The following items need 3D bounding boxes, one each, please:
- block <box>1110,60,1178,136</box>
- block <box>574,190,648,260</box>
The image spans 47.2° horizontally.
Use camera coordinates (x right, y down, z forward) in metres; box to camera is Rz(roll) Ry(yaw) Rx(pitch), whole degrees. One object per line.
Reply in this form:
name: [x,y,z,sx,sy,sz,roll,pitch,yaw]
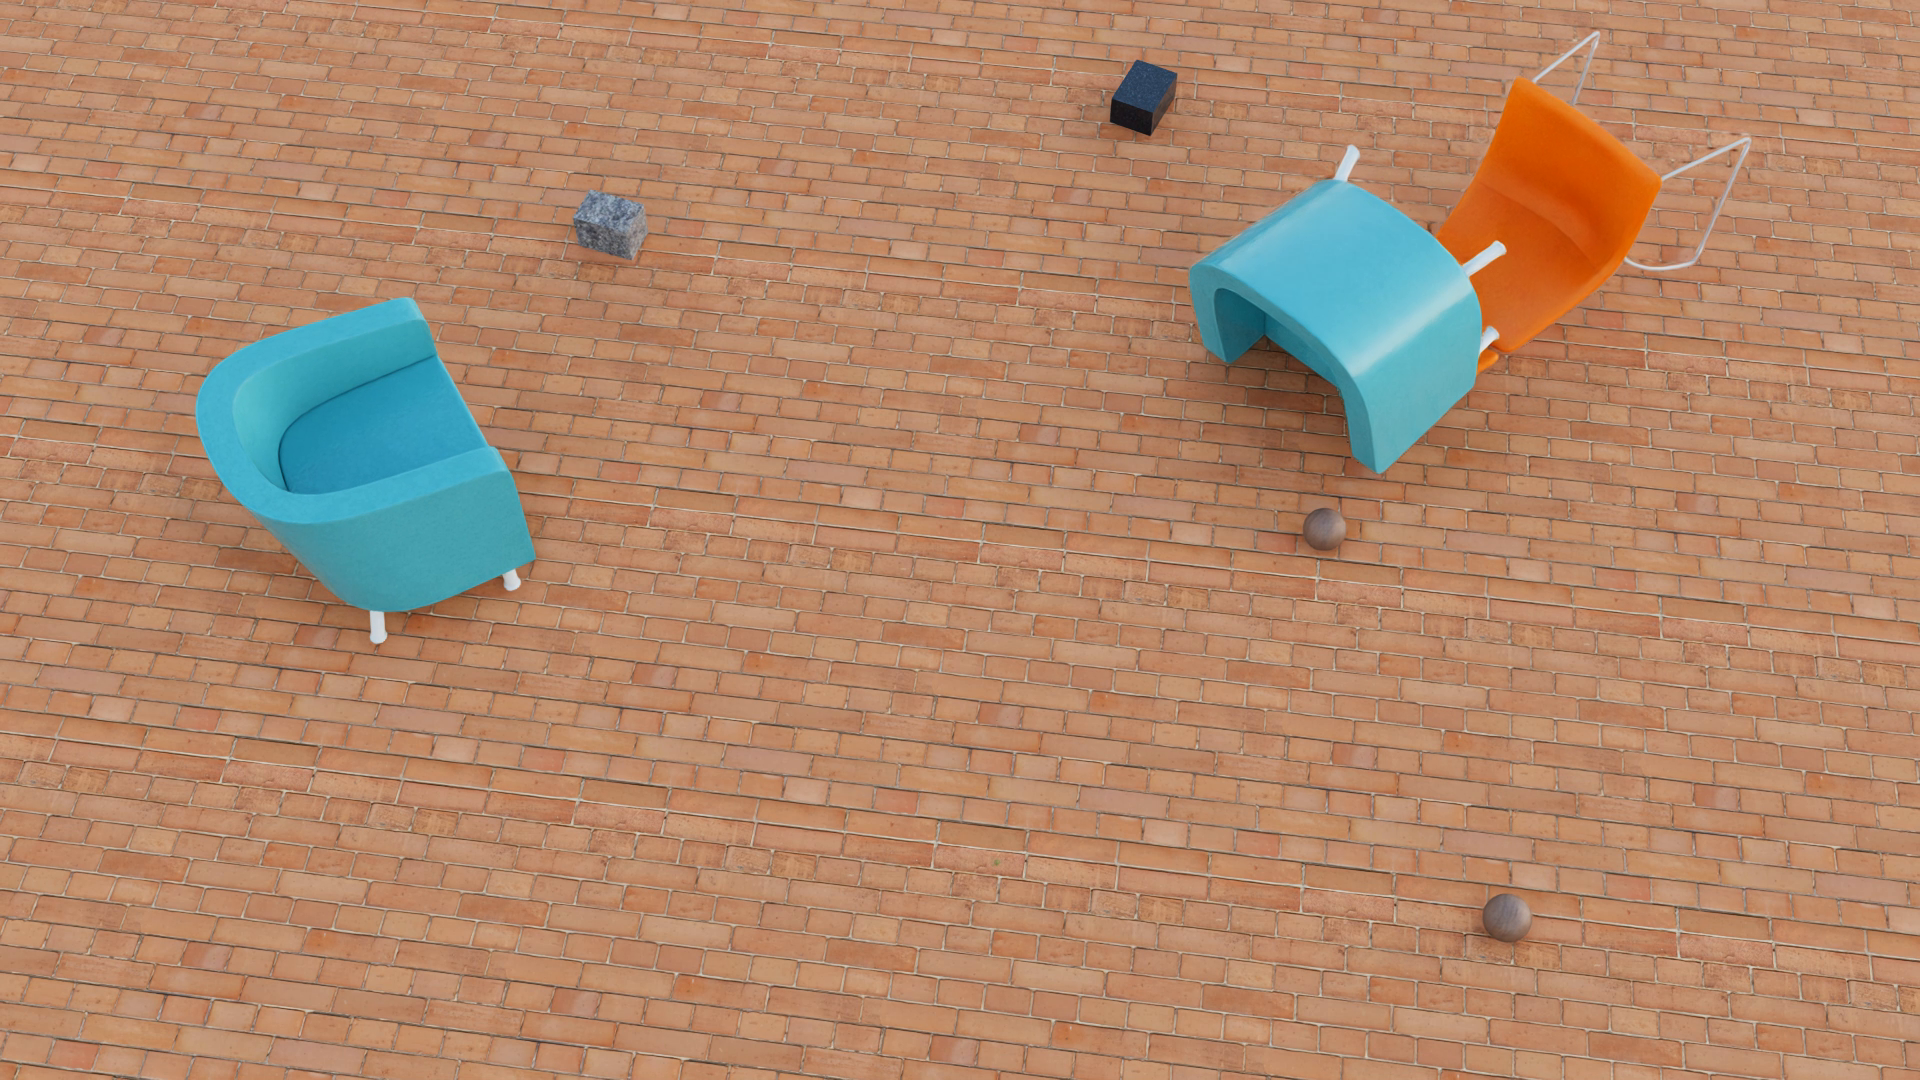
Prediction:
block: [0.628,-1.513,7.522,0.153,0.111,0.209,22,59,14]
block: [-1.140,-1.029,7.183,0.192,0.135,0.132,17,58,11]
